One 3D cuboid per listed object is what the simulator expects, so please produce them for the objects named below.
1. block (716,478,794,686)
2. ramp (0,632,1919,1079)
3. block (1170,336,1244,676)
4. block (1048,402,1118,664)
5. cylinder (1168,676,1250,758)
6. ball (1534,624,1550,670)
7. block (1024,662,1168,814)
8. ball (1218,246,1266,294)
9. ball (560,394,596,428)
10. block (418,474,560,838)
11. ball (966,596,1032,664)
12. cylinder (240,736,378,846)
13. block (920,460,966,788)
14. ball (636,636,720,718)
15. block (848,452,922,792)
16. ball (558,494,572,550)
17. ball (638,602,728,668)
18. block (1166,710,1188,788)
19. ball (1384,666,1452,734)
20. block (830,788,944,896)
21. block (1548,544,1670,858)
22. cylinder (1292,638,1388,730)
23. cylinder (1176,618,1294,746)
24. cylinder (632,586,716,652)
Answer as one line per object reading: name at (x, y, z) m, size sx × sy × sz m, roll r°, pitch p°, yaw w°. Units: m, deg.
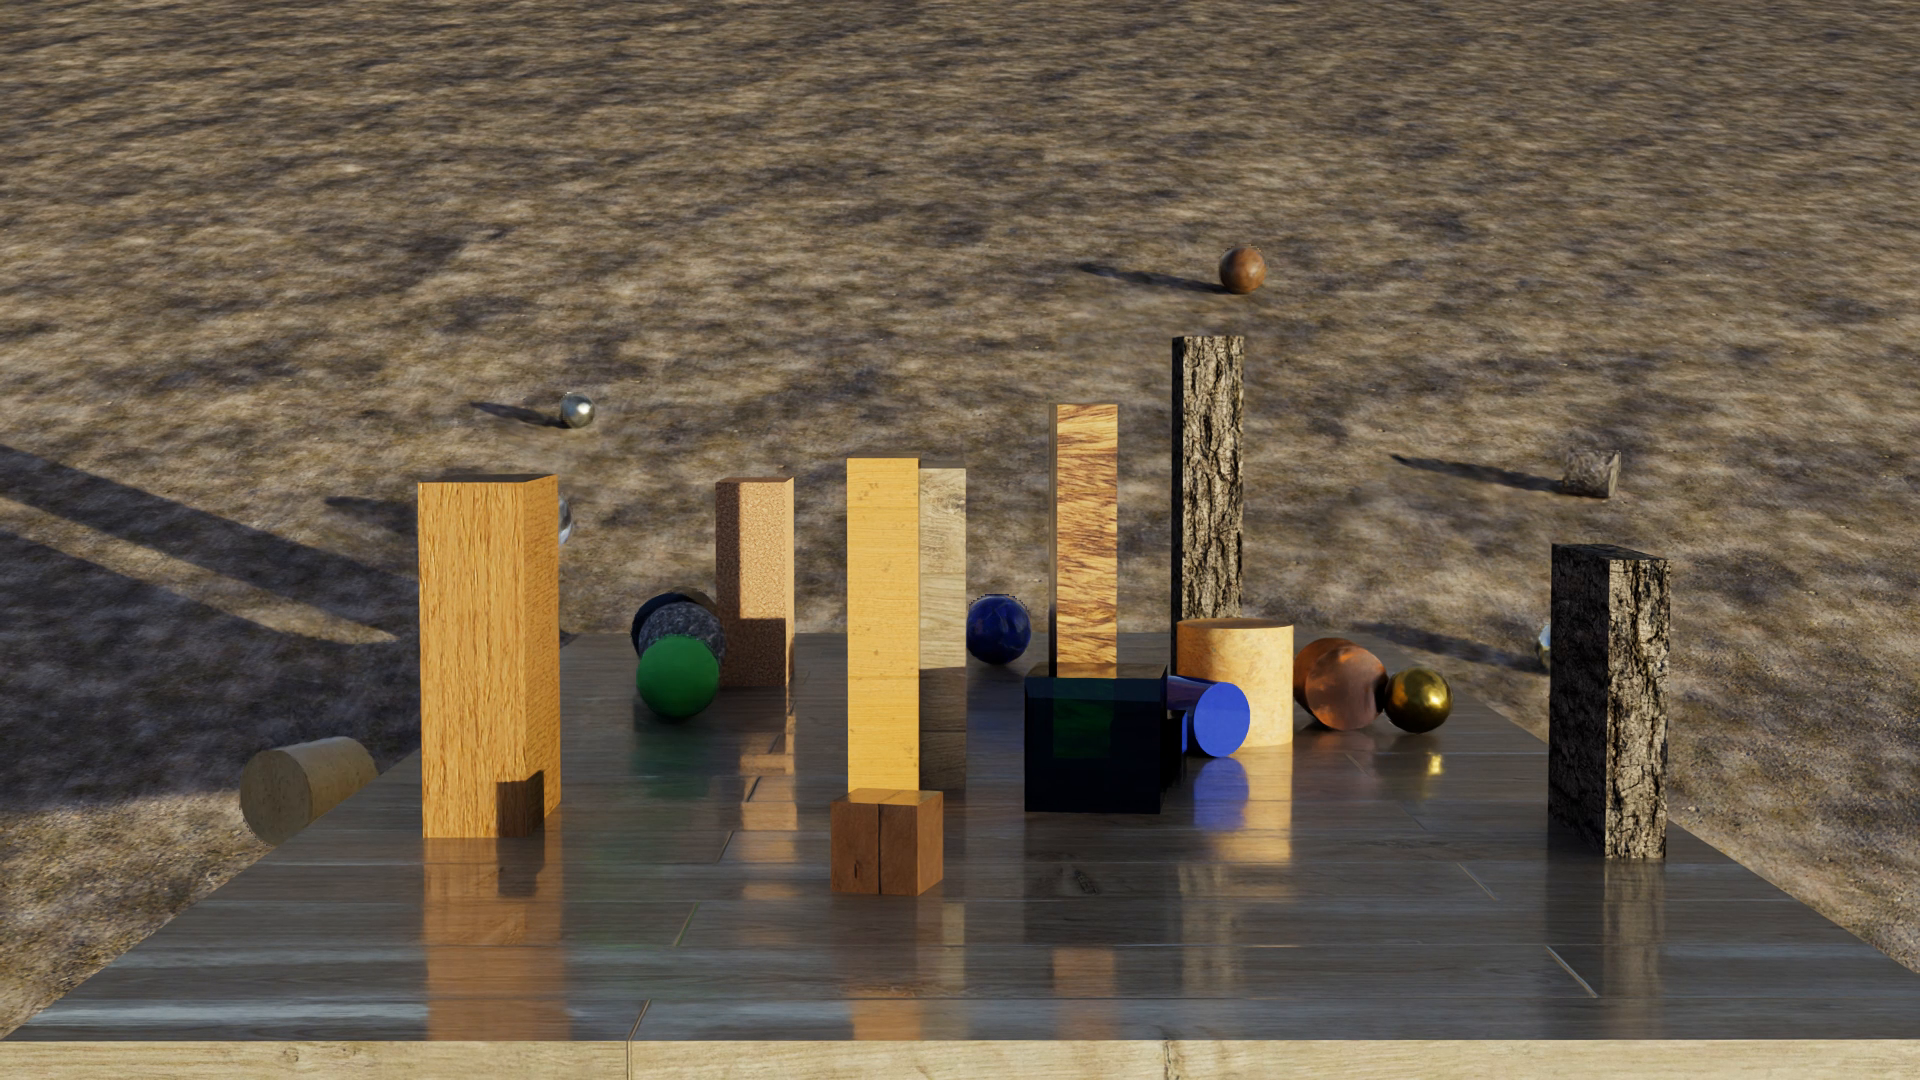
block at (-0.441, 0.085, 5.548) m, size 0.146 × 0.430 × 0.278 m, roll 0°, pitch 4°, yaw 0°
ramp at (0.046, 0.416, 4.535) m, size 2.000 × 0.100 × 4.000 m, roll 0°, pitch 4°, yaw 0°
block at (0.517, -0.058, 5.394) m, size 0.123 × 0.735 × 0.277 m, roll 0°, pitch 4°, yaw 0°
block at (0.220, 0.055, 4.646) m, size 0.103 × 0.605 × 0.394 m, roll 0°, pitch 4°, yaw 0°
cylinder at (0.413, 0.305, 4.463) m, size 0.129 × 0.129 × 0.129 m, roll -14°, pitch 11°, yaw -34°
ball at (1.528, 0.272, 6.512) m, size 0.137 × 0.137 × 0.137 m, roll 0°, pitch 20°, yaw 0°
block at (0.211, 0.301, 3.947) m, size 0.204 × 0.204 × 0.204 m, roll 0°, pitch 4°, yaw 8°
ball at (1.122, -1.071, 10.198) m, size 0.188 × 0.188 × 0.188 m, roll 0°, pitch 20°, yaw 0°
ball at (-1.267, -0.427, 8.501) m, size 0.116 × 0.116 × 0.116 m, roll 0°, pitch 20°, yaw 0°
block at (-0.690, 0.161, 3.792) m, size 0.148 × 0.505 × 0.313 m, roll 0°, pitch 4°, yaw 0°
ball at (0.084, 0.205, 5.818) m, size 0.157 × 0.157 × 0.157 m, roll 0°, pitch 20°, yaw 0°
cylinder at (-1.276, 0.492, 5.041) m, size 0.189 × 0.189 × 0.189 m, roll 11°, pitch 10°, yaw 29°
block at (-0.035, 0.129, 4.254) m, size 0.087 × 0.509 × 0.387 m, roll 0°, pitch 4°, yaw 0°
ball at (-0.539, 0.262, 4.910) m, size 0.159 × 0.159 × 0.159 m, roll 0°, pitch 20°, yaw 0°
block at (-0.114, 0.136, 3.944) m, size 0.104 × 0.534 × 0.335 m, roll 0°, pitch 4°, yaw 0°
ball at (-1.209, -0.051, 7.319) m, size 0.203 × 0.203 × 0.203 m, roll 0°, pitch 20°, yaw 0°
ball at (-0.578, 0.221, 5.350) m, size 0.185 × 0.185 × 0.185 m, roll 0°, pitch 20°, yaw 0°
block at (0.307, 0.336, 4.144) m, size 0.110 × 0.110 × 0.110 m, roll 1°, pitch 4°, yaw 9°
ball at (0.838, 0.292, 4.701) m, size 0.124 × 0.124 × 0.124 m, roll 0°, pitch 20°, yaw 0°
block at (-0.093, 0.387, 3.308) m, size 0.115 × 0.115 × 0.115 m, roll 1°, pitch 4°, yaw 16°
block at (0.919, 0.219, 3.650) m, size 0.083 × 0.406 × 0.338 m, roll 0°, pitch 4°, yaw 0°
cylinder at (0.710, 0.269, 4.815) m, size 0.157 × 0.157 × 0.157 m, roll -1°, pitch 4°, yaw -3°
cylinder at (0.495, 0.254, 4.630) m, size 0.209 × 0.209 × 0.209 m, roll 0°, pitch 4°, yaw 0°
cylinder at (-0.632, 0.200, 5.737) m, size 0.178 × 0.178 × 0.178 m, roll 1°, pitch 4°, yaw 2°
